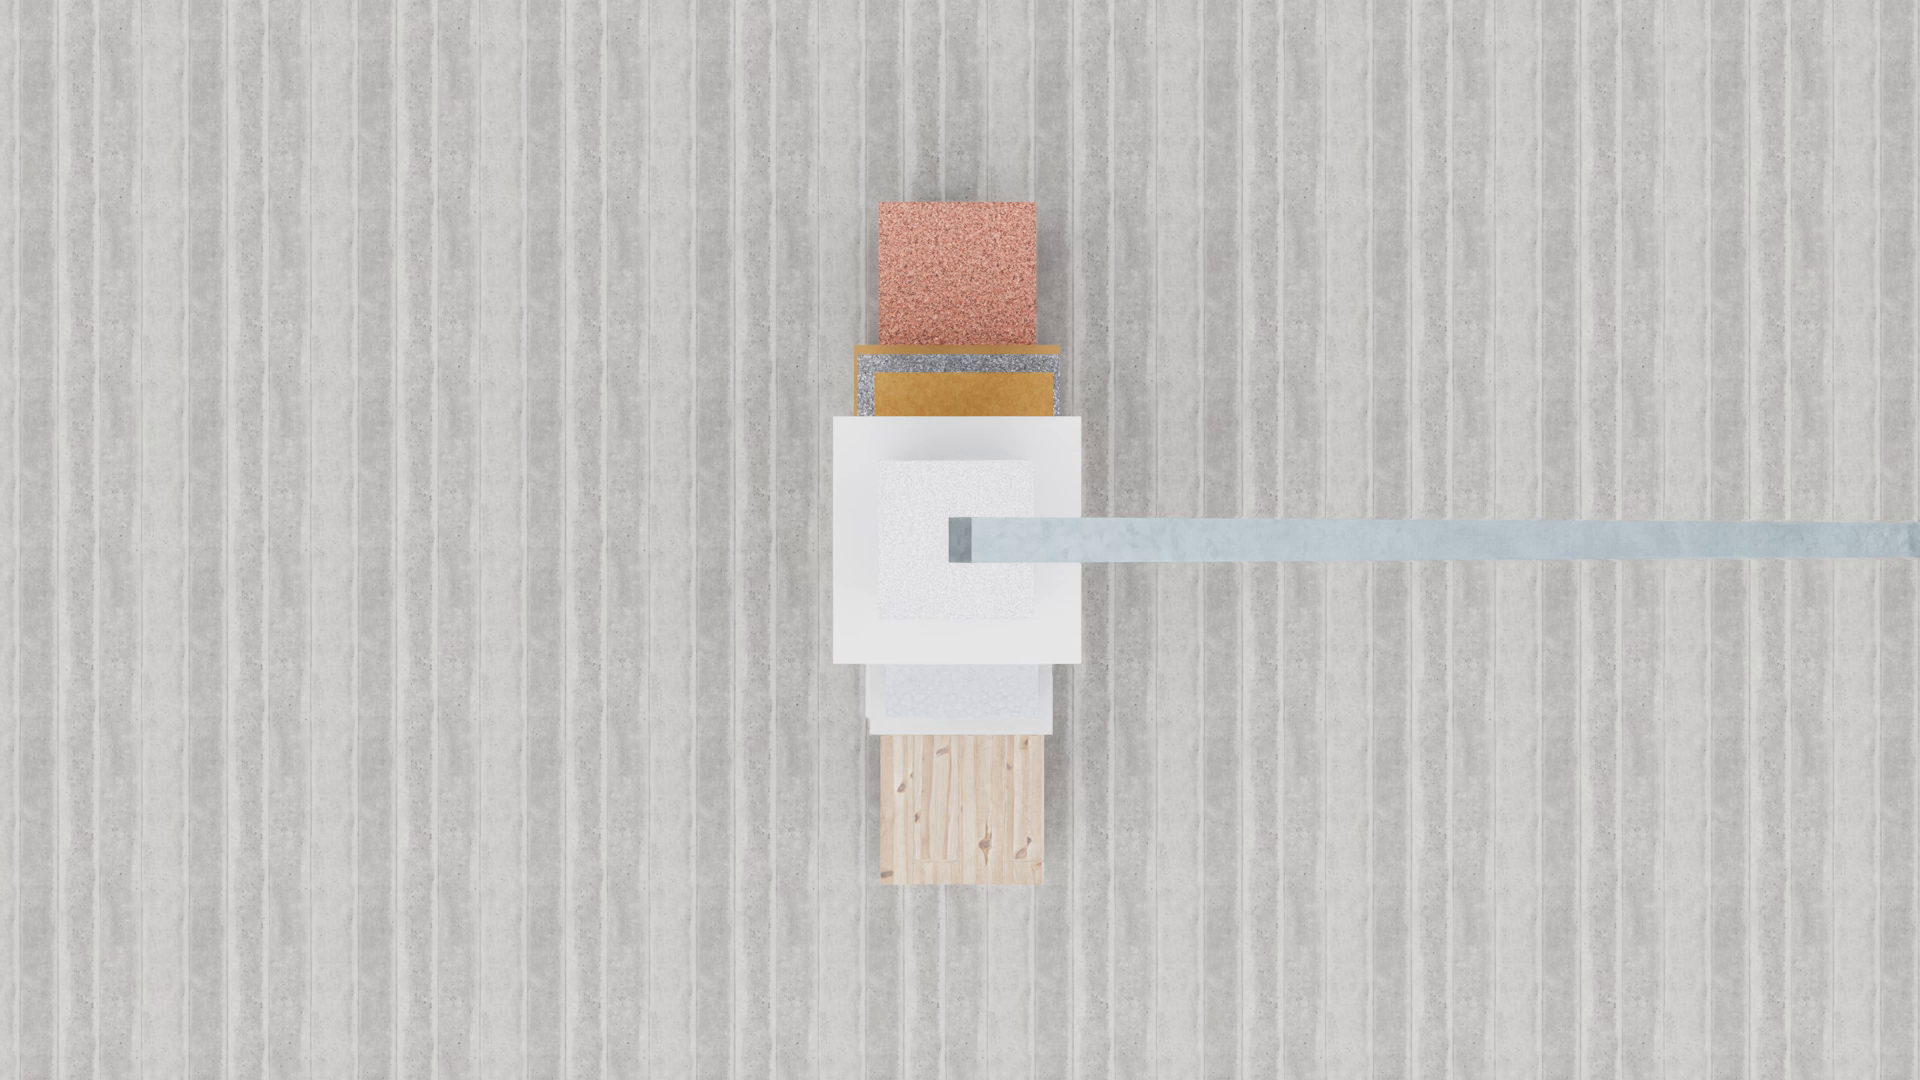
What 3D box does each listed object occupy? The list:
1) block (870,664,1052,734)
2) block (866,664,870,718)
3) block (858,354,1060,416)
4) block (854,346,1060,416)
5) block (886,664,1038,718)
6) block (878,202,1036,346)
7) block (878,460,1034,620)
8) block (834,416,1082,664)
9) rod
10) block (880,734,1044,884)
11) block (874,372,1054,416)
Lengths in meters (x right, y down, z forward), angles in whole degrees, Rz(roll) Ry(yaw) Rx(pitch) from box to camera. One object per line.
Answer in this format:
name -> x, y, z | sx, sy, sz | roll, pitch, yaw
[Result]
block -> 0.006, 0.483, 11.359 | 0.909, 0.917, 0.914 | 0, 93, 0
block -> -0.015, 0.513, 12.543 | 1.010, 0.914, 0.924 | 0, 90, 0
block -> -0.006, -0.462, 11.320 | 0.999, 0.948, 0.906 | 0, 90, 0
block -> -0.017, -0.502, 12.397 | 1.104, 1.206, 1.086 | 0, 90, 0
block -> 0.009, 0.468, 10.542 | 0.711, 0.714, 0.679 | 0, 93, 0
block -> -0.014, -1.470, 12.631 | 0.876, 0.738, 0.829 | 0, 90, 0
block -> -0.015, 0.000, 8.026 | 0.547, 0.592, 0.559 | 0, 90, 0
block -> -0.010, 0.000, 8.725 | 0.938, 0.806, 0.935 | 0, 90, 0
rod -> 2.234, 0.000, 5.168 | 5.200, 0.080, 0.080 | 0, 90, -31
block -> 0.013, 1.435, 12.516 | 0.895, 0.968, 0.899 | 0, 90, 0
block -> 0.018, -0.344, 10.477 | 0.821, 0.738, 0.851 | 0, 90, 0
